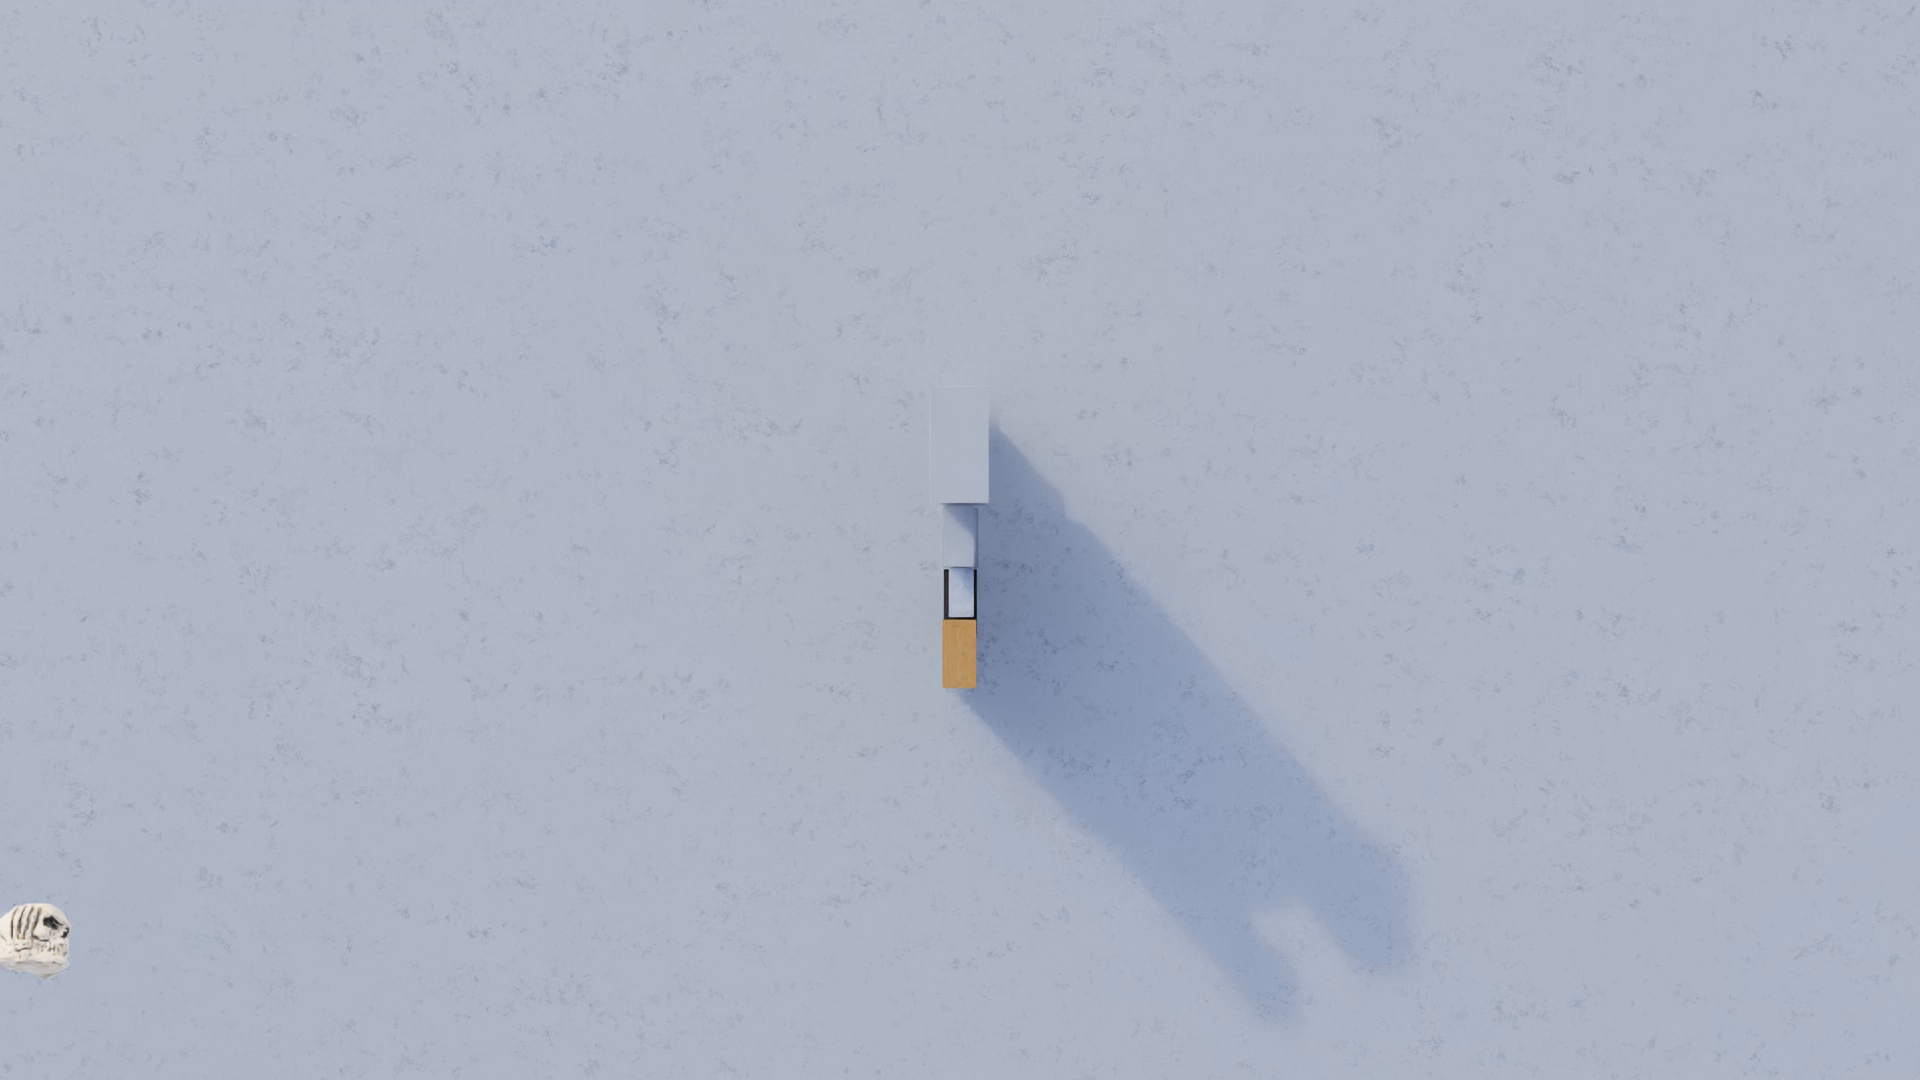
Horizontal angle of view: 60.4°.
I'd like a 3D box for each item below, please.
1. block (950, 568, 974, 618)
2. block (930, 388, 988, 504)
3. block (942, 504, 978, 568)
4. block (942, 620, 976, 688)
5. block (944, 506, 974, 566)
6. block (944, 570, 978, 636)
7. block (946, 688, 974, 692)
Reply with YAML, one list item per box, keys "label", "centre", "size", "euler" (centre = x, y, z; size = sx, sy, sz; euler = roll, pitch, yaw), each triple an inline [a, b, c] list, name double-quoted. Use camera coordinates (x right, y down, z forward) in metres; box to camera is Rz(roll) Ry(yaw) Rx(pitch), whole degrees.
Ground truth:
- label: "block"
  centre: [0.004, 0.162, 5.094]
  size: [0.076, 0.022, 0.152]
  euler: [0, 90, 0]
- label: "block"
  centre: [-0.001, -0.280, 4.889]
  size: [0.171, 0.048, 0.341]
  euler: [0, 90, 0]
- label: "block"
  centre: [0.001, -0.025, 5.256]
  size: [0.114, 0.032, 0.228]
  euler: [0, 90, 0]
- label: "block"
  centre: [-0.001, 0.347, 5.034]
  size: [0.104, 0.029, 0.208]
  euler: [0, 90, 0]
- label: "block"
  centre: [-0.003, -0.012, 5.042]
  size: [0.093, 0.026, 0.185]
  euler: [0, 90, 0]
- label: "block"
  centre: [0.001, 0.200, 5.272]
  size: [0.107, 0.030, 0.213]
  euler: [0, 90, 0]
- label: "block"
  centre: [0.000, 0.401, 5.309]
  size: [0.089, 0.025, 0.178]
  euler: [0, 90, 0]
